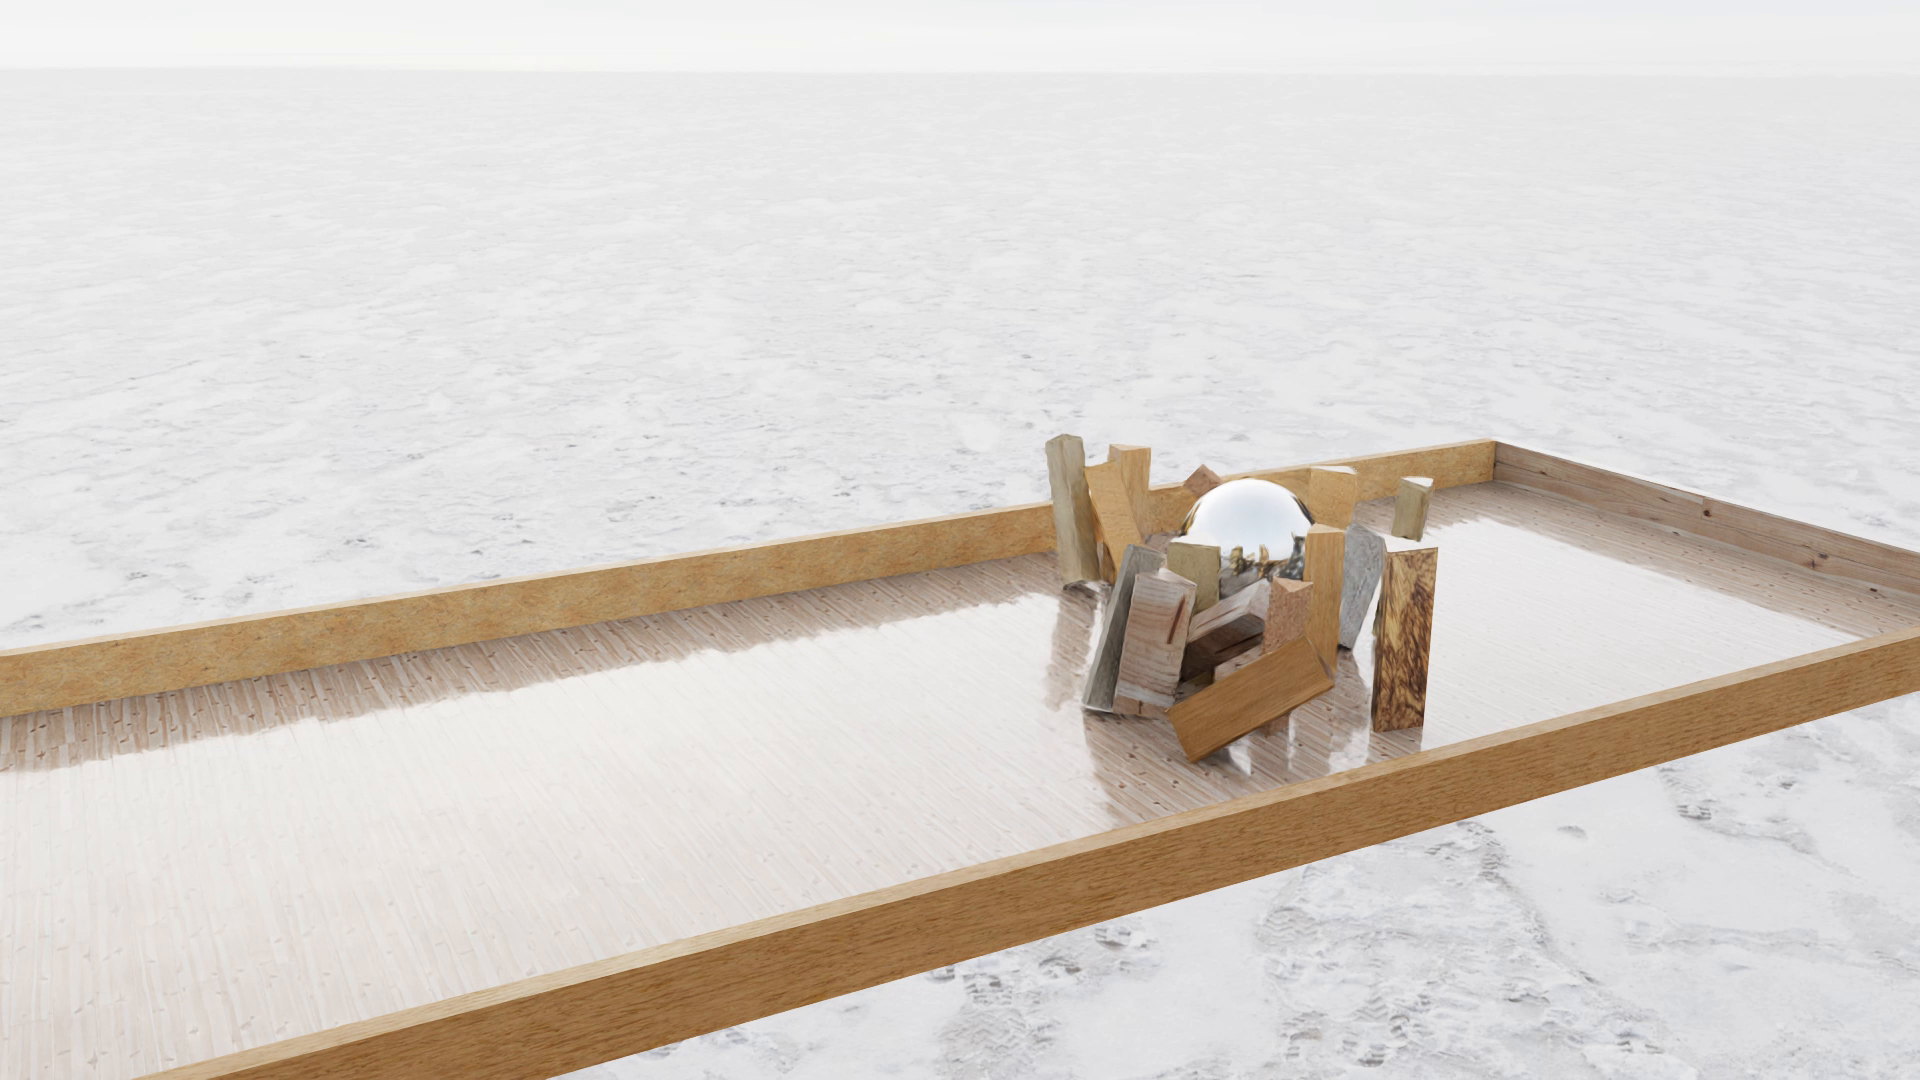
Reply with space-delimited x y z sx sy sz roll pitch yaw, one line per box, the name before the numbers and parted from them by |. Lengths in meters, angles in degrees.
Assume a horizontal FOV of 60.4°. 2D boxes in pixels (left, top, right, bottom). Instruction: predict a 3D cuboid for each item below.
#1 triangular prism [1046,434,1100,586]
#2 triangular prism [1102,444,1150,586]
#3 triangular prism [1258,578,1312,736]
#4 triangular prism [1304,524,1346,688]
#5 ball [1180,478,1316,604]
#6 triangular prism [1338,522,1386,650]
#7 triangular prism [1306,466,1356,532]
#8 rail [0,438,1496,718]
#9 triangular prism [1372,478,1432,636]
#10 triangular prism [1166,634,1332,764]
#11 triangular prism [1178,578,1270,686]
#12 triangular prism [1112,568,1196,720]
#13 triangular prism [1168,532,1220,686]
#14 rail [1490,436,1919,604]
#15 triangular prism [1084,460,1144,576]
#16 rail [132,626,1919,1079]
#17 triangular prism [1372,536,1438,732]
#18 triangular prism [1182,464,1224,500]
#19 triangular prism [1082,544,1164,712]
triangular prism | 0.348 -0.090 4.889 0.097 0.436 0.112 -3 -9 -25
triangular prism | 0.472 -0.078 4.897 0.125 0.403 0.108 -9 16 -42
triangular prism | 0.726 0.264 3.800 0.077 0.362 0.089 23 27 38
triangular prism | 0.881 0.163 4.084 0.097 0.404 0.084 -2 16 -7
ball | 0.802 0.025 4.581 0.390 0.390 0.390 0 16 0
triangular prism | 1.015 0.124 4.417 0.142 0.313 0.123 28 -13 -20
triangular prism | 1.059 -0.011 4.685 0.131 0.388 0.113 11 13 32
rail | -3.305 0.497 3.399 12.000 0.150 0.050 -9 18 -27
triangular prism | 1.191 0.054 4.379 0.076 0.443 0.088 -9 24 -37
triangular prism | 0.637 0.341 3.646 0.355 0.116 0.134 -31 4 16
triangular prism | 0.599 0.217 3.969 0.132 0.114 0.387 24 -38 -28
triangular prism | 0.460 0.242 3.925 0.142 0.334 0.123 9 12 2
triangular prism | 0.594 0.169 4.131 0.130 0.365 0.113 7 18 22
rail | 2.466 -0.048 5.253 0.050 0.150 2.100 -9 18 -27
triangular prism | 0.444 -0.034 4.803 0.107 0.375 0.093 -16 -3 -22
rail | -2.336 1.006 1.665 12.000 0.150 0.050 -9 18 -27
triangular prism | 1.008 0.216 3.843 0.132 0.439 0.114 -6 17 -19
triangular prism | 0.861 -0.057 4.852 0.094 0.445 0.081 -47 -5 -15
triangular prism | 0.372 0.206 3.955 0.098 0.397 0.085 16 0 -30
